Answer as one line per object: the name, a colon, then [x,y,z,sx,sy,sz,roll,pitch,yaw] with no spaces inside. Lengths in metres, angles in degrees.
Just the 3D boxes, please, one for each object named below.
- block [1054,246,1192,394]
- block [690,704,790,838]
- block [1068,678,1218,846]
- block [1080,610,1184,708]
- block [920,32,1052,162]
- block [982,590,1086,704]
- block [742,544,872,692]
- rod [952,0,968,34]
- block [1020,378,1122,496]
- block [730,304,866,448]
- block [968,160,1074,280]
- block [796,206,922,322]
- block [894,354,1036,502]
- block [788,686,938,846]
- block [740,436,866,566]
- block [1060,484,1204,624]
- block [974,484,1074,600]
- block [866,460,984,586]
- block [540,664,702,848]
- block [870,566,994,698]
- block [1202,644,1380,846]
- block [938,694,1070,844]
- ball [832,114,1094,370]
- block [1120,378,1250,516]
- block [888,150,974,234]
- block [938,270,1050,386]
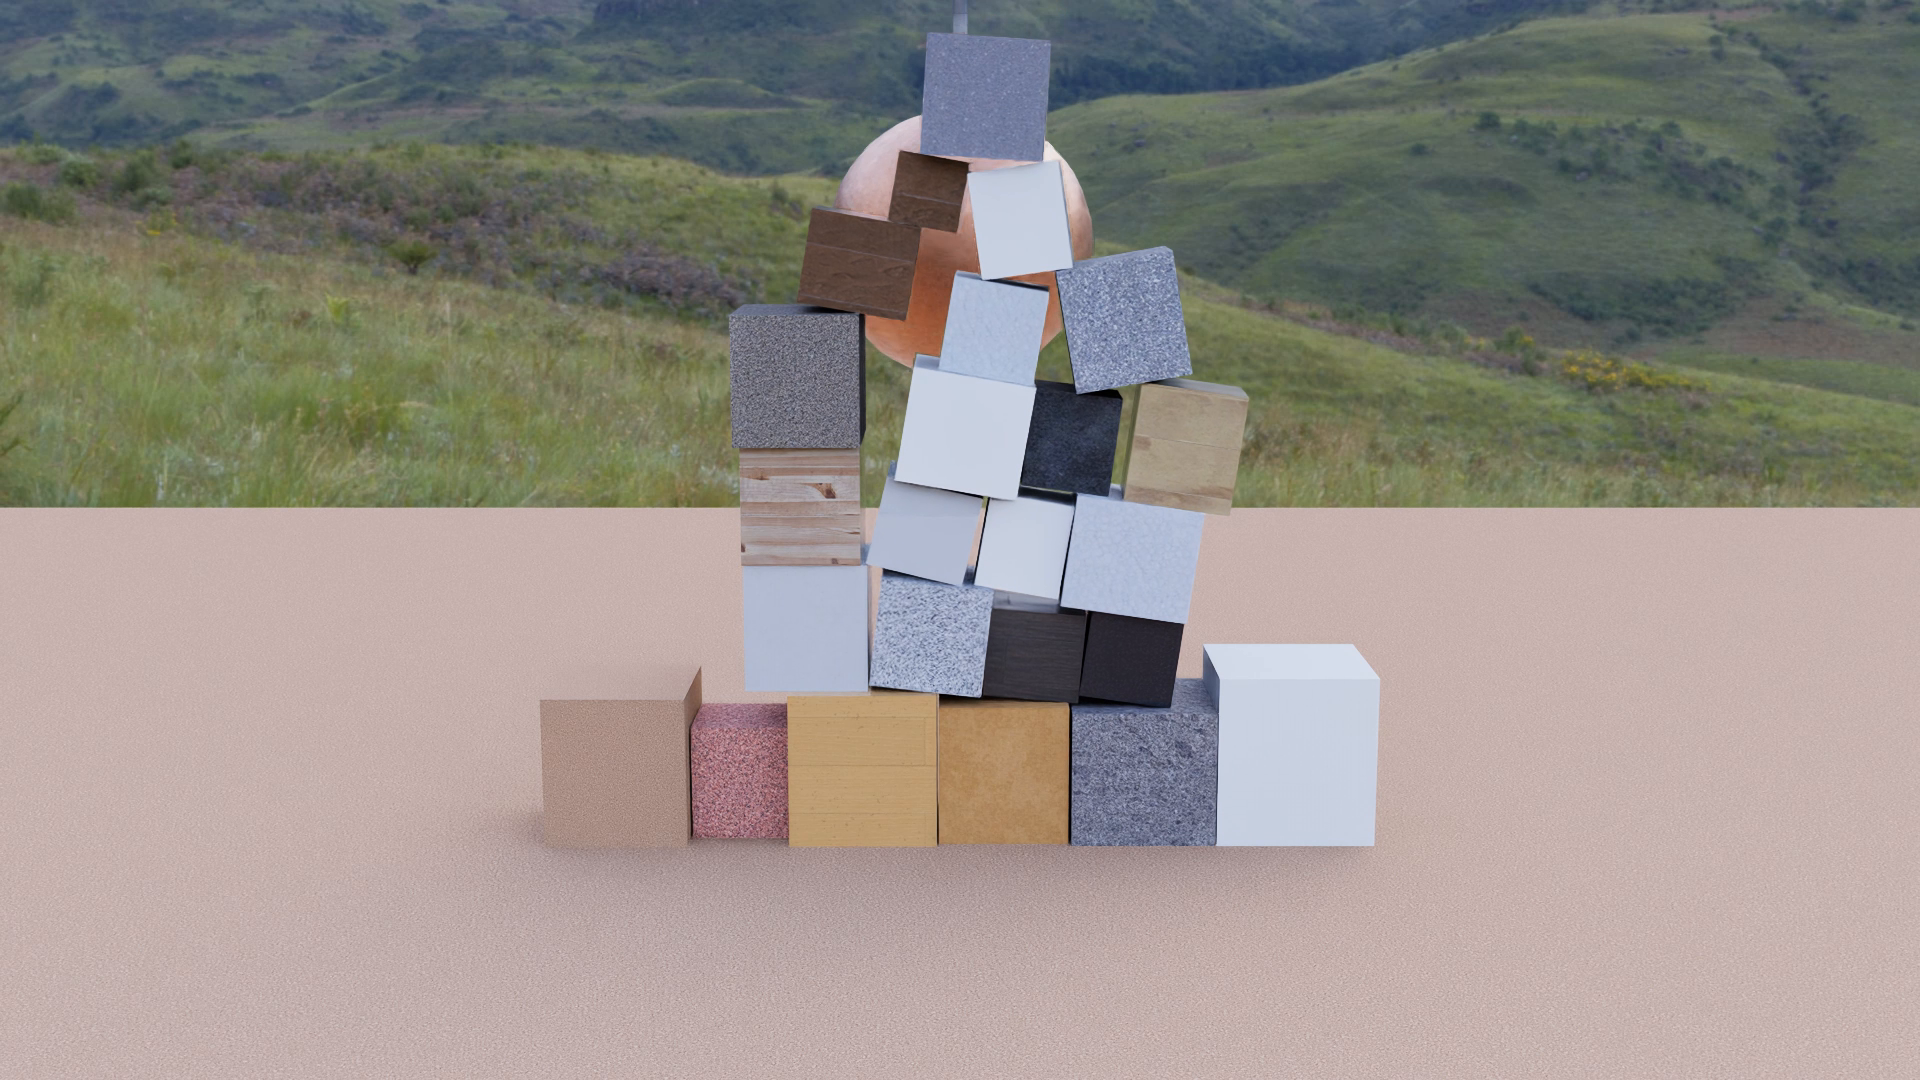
block: [0.806,-1.105,10.971,0.572,0.608,0.570,-10,9,3]
block: [-1.116,1.190,11.412,0.492,0.576,0.502,0,10,0]
block: [0.923,1.139,11.387,0.726,0.685,0.747,0,10,0]
block: [0.864,0.552,11.266,0.465,0.452,0.479,8,10,-1]
block: [0.131,-2.157,10.756,0.586,0.571,0.547,4,10,2]
block: [0.377,0.540,11.293,0.482,0.451,0.477,5,10,-1]
block: [-0.770,0.388,11.268,0.616,0.645,0.604,0,10,0]
rod: [0.000,-4.630,11.349,0.080,5.200,0.080,0,33,0]
block: [0.555,-0.519,11.080,0.438,0.491,0.417,8,10,-1]
block: [-0.801,-0.831,11.015,0.626,0.646,0.717,0,10,0]
block: [0.306,-1.586,10.869,0.444,0.520,0.445,-8,9,5]
block: [-0.492,-1.380,10.920,0.537,0.460,0.497,10,10,-2]
block: [0.027,-0.574,11.051,0.603,0.564,0.661,10,10,-2]
block: [-0.488,1.092,11.383,0.743,0.780,0.771,0,10,0]
block: [-0.789,-0.224,11.157,0.590,0.599,0.639,0,10,0]
block: [0.859,0.049,11.169,0.634,0.562,0.580,8,10,-1]
block: [0.325,-0.006,11.159,0.424,0.475,0.411,10,10,-1]
block: [-0.173,-0.091,11.164,0.489,0.455,0.549,14,10,-2]
block: [-1.730,1.103,11.361,0.716,0.765,0.750,0,10,0]
block: [-0.142,0.436,11.260,0.562,0.545,0.626,7,10,-1]
block: [1.691,1.047,11.388,0.796,0.865,0.775,0,10,0]
block: [0.220,1.128,11.387,0.653,0.707,0.672,0,10,0]
ball: [0.000,-1.772,13.191,1.600,1.600,1.600,0,10,0]
block: [1.122,-0.487,11.059,0.529,0.595,0.501,8,10,1]
block: [-0.144,-1.723,10.868,0.345,0.346,0.329,11,10,2]
block: [0.171,-1.064,10.976,0.470,0.461,0.499,10,10,-1]
